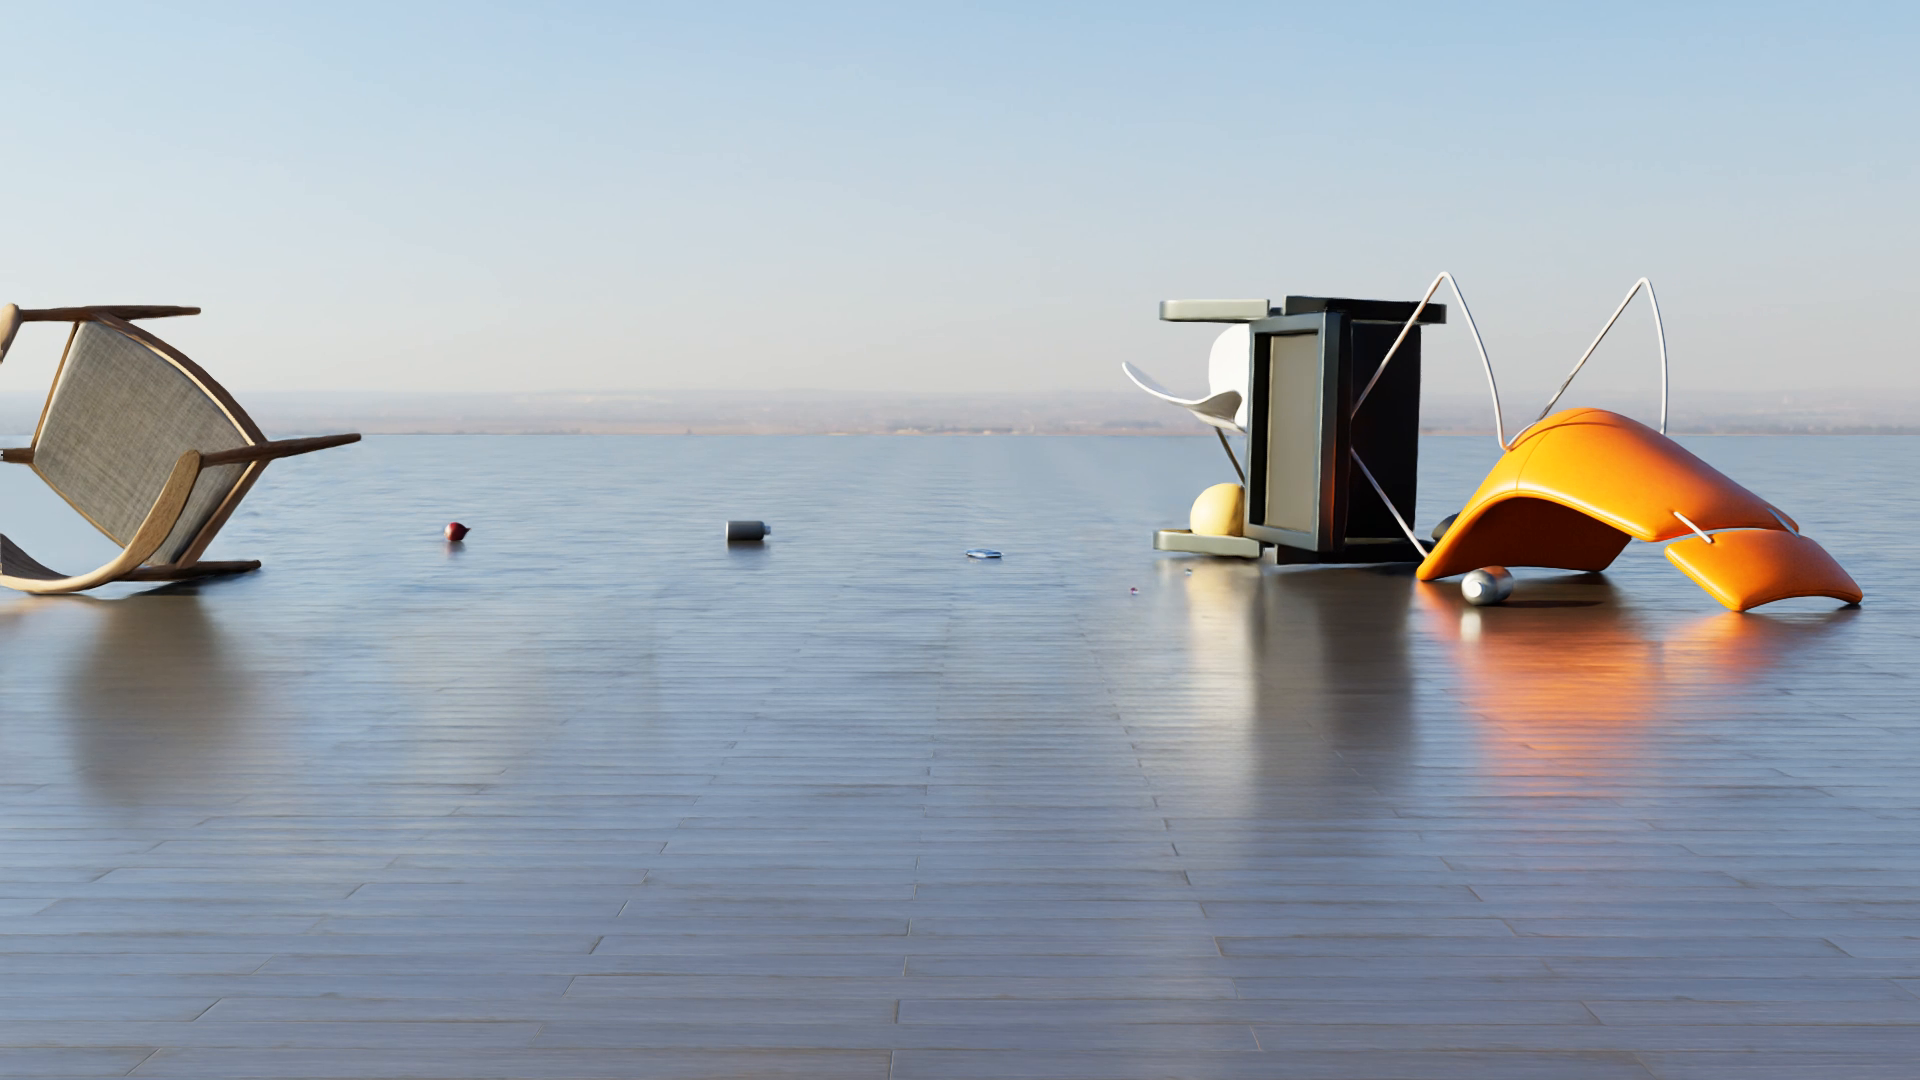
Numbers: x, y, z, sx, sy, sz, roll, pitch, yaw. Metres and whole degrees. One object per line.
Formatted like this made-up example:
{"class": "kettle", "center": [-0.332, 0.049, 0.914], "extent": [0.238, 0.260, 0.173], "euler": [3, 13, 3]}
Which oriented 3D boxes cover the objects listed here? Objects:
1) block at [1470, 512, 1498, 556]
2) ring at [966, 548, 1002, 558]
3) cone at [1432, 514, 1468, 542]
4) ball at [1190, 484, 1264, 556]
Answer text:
{"class": "block", "center": [1.430, -0.017, 6.000], "extent": [0.069, 0.109, 0.154], "euler": [1, 4, 16]}
{"class": "ring", "center": [0.064, 0.036, 5.887], "extent": [0.075, 0.018, 0.148], "euler": [-3, 5, -32]}
{"class": "cone", "center": [1.467, -0.015, 6.471], "extent": [0.135, 0.085, 0.086], "euler": [-22, 44, -27]}
{"class": "ball", "center": [0.716, -0.054, 5.895], "extent": [0.197, 0.197, 0.197], "euler": [0, 4, 0]}
